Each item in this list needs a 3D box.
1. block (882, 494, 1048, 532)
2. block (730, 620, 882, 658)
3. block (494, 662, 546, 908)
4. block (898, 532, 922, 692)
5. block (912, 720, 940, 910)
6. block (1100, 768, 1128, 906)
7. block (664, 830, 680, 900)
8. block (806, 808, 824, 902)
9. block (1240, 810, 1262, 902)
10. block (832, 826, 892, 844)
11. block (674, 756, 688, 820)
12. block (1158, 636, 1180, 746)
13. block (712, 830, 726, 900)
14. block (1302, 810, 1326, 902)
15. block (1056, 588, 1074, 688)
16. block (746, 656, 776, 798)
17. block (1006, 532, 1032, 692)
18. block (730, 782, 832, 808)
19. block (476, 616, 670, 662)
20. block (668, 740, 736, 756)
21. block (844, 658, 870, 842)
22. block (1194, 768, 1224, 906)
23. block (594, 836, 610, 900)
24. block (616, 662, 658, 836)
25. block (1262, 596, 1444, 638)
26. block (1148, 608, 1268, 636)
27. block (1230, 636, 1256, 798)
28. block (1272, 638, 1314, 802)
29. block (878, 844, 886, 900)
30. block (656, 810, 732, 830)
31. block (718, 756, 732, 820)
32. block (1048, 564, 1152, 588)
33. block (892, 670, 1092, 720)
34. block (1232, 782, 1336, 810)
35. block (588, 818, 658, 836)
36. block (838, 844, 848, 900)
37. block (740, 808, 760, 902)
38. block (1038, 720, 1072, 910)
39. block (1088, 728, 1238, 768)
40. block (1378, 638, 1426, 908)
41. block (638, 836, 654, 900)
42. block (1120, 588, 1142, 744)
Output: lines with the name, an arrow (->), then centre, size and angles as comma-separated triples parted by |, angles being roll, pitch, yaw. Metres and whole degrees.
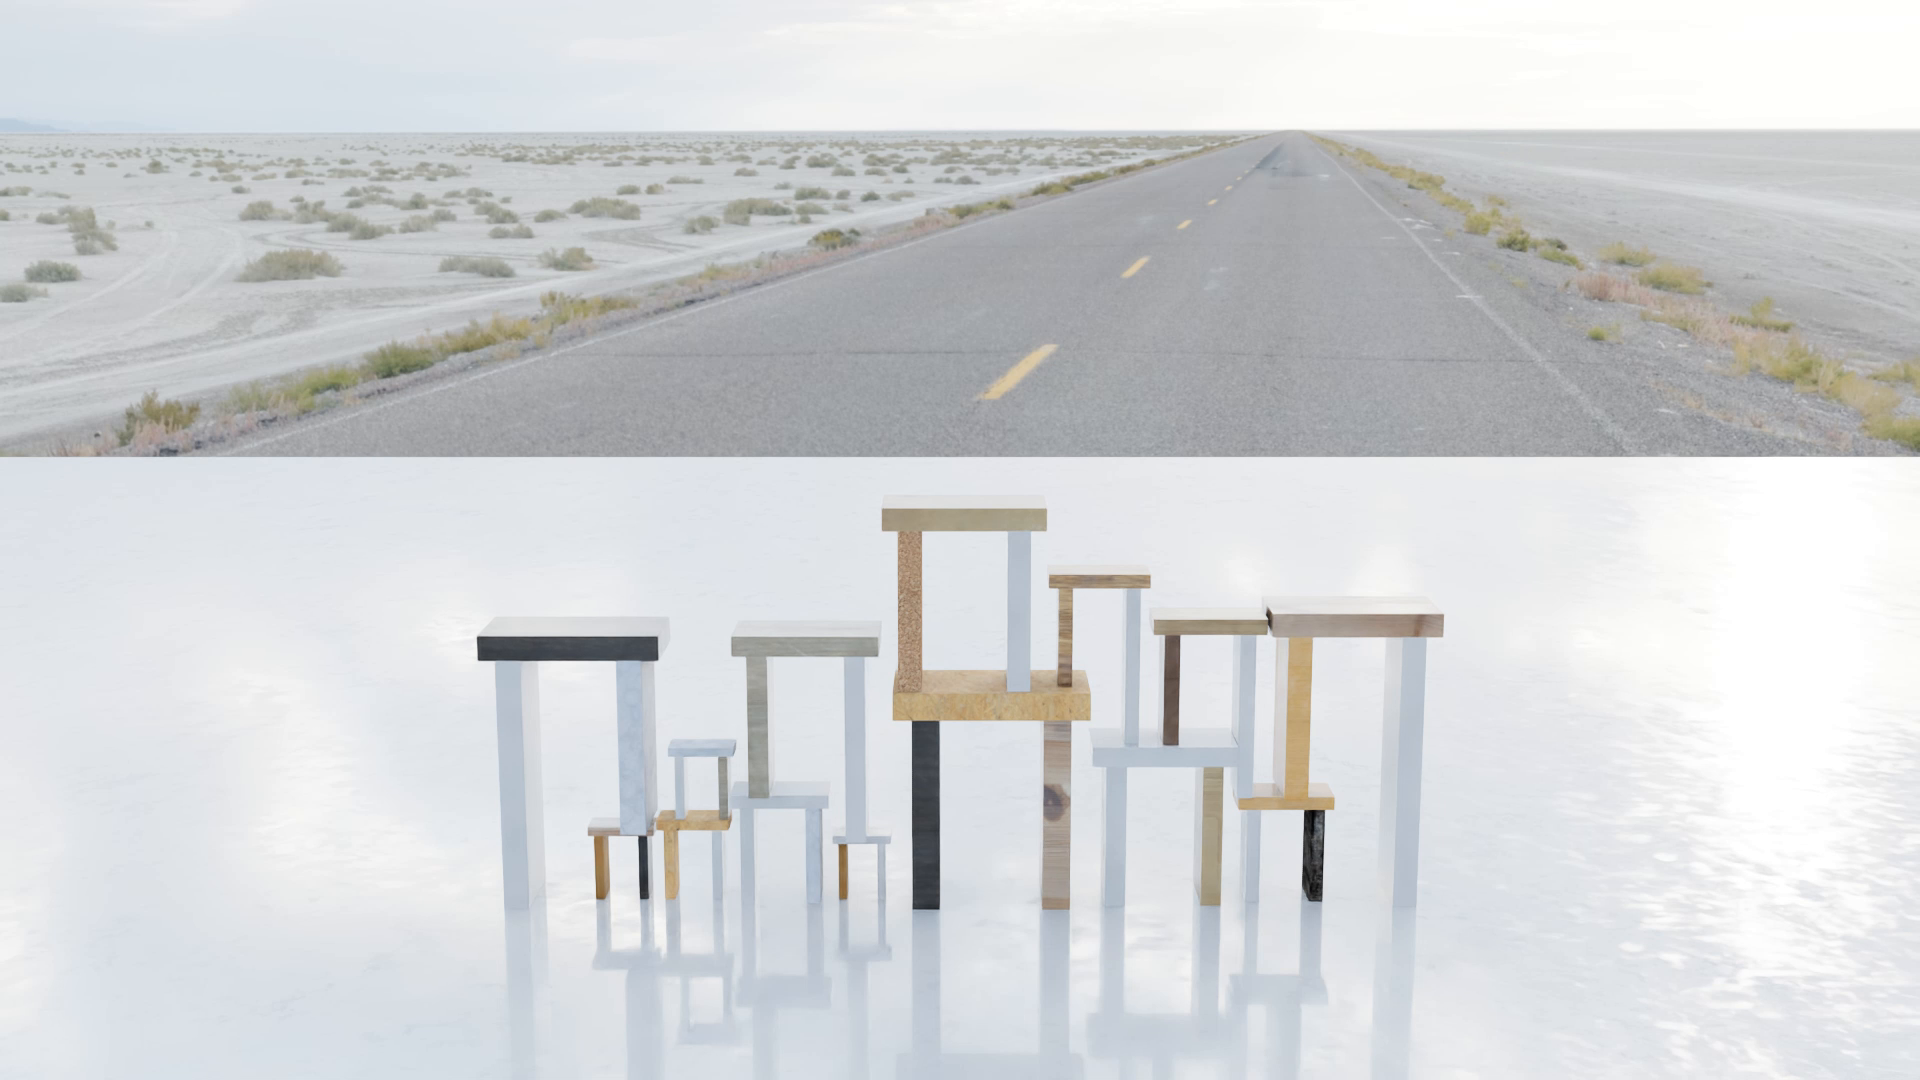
block -> 0.007, -0.044, 3.549 | 0.263, 0.037, 0.131 | 0, 11, 0
block -> -0.249, 0.161, 3.586 | 0.237, 0.034, 0.118 | 0, 11, 1
block -> -0.726, 0.385, 3.635 | 0.041, 0.415, 0.145 | 0, 11, 0
block -> -0.081, 0.104, 3.576 | 0.037, 0.263, 0.131 | 0, 11, 0
block -> -0.055, 0.433, 3.642 | 0.045, 0.319, 0.159 | 0, 11, 0
block -> 0.254, 0.474, 3.648 | 0.033, 0.236, 0.118 | 0, 11, 0
block -> -0.480, 0.531, 3.660 | 0.017, 0.119, 0.059 | 0, 11, 0
block -> -0.242, 0.511, 3.651 | 0.023, 0.161, 0.081 | 0, 11, 0
block -> 0.482, 0.513, 3.655 | 0.022, 0.158, 0.079 | 0, 11, 0
block -> -0.162, 0.490, 3.645 | 0.096, 0.014, 0.048 | 0, 11, 0
block -> -0.461, 0.403, 3.639 | 0.015, 0.107, 0.054 | 0, 11, 0
block -> 0.343, 0.235, 3.602 | 0.026, 0.184, 0.092 | 0, 11, 0
block -> -0.401, 0.531, 3.660 | 0.017, 0.119, 0.059 | 0, 11, 0
block -> 0.587, 0.513, 3.655 | 0.022, 0.158, 0.079 | 0, 11, 0
block -> 0.170, 0.151, 3.591 | 0.023, 0.164, 0.082 | 0, 11, 0
block -> -0.327, 0.293, 3.612 | 0.034, 0.237, 0.118 | 0, 11, 0
block -> 0.094, 0.104, 3.576 | 0.037, 0.263, 0.131 | 0, 11, 0
block -> -0.295, 0.421, 3.634 | 0.161, 0.023, 0.081 | 0, 11, 0
block -> -0.629, 0.161, 3.593 | 0.291, 0.041, 0.145 | 0, 11, 0
block -> -0.425, 0.343, 3.628 | 0.107, 0.015, 0.054 | 0, 11, 0
block -> -0.170, 0.330, 3.617 | 0.034, 0.311, 0.118 | 0, 11, 0
block -> 0.412, 0.474, 3.648 | 0.033, 0.236, 0.118 | 0, 11, 0
block -> -0.596, 0.537, 3.658 | 0.015, 0.109, 0.054 | 0, 11, 0
block -> -0.532, 0.324, 3.624 | 0.041, 0.291, 0.145 | 0, 10, 0
block -> 0.637, 0.125, 3.585 | 0.274, 0.039, 0.137 | 0, 11, 0
block -> 0.404, 0.132, 3.583 | 0.184, 0.026, 0.092 | 0, 11, 0
block -> 0.465, 0.279, 3.611 | 0.026, 0.273, 0.092 | 0, 11, 0
block -> 0.546, 0.278, 3.614 | 0.039, 0.274, 0.137 | 0, 11, 0
block -> -0.129, 0.543, 3.656 | 0.014, 0.096, 0.048 | 0, 11, 0
block -> -0.440, 0.465, 3.647 | 0.119, 0.017, 0.059 | 0, 11, 0
block -> -0.389, 0.403, 3.639 | 0.015, 0.107, 0.054 | 0, 11, 0
block -> 0.225, 0.059, 3.574 | 0.164, 0.023, 0.082 | 0, 11, 0
block -> 0.051, 0.254, 3.609 | 0.319, 0.045, 0.159 | 0, 11, 0
block -> 0.535, 0.424, 3.638 | 0.157, 0.022, 0.079 | 0, 11, 0
block -> -0.559, 0.475, 3.648 | 0.109, 0.015, 0.054 | 0, 10, 0
block -> -0.194, 0.543, 3.656 | 0.014, 0.096, 0.048 | 0, 11, 0
block -> -0.349, 0.511, 3.651 | 0.023, 0.161, 0.081 | 0, 11, 0
block -> 0.157, 0.433, 3.642 | 0.045, 0.319, 0.159 | 0, 11, 0
block -> 0.333, 0.342, 3.624 | 0.236, 0.033, 0.118 | 0, 11, 0
block -> 0.728, 0.367, 3.630 | 0.039, 0.453, 0.137 | 0, 11, 0
block -> -0.523, 0.537, 3.658 | 0.015, 0.109, 0.054 | 0, 11, 0
block -> 0.280, 0.198, 3.599 | 0.023, 0.258, 0.082 | 0, 11, 0
